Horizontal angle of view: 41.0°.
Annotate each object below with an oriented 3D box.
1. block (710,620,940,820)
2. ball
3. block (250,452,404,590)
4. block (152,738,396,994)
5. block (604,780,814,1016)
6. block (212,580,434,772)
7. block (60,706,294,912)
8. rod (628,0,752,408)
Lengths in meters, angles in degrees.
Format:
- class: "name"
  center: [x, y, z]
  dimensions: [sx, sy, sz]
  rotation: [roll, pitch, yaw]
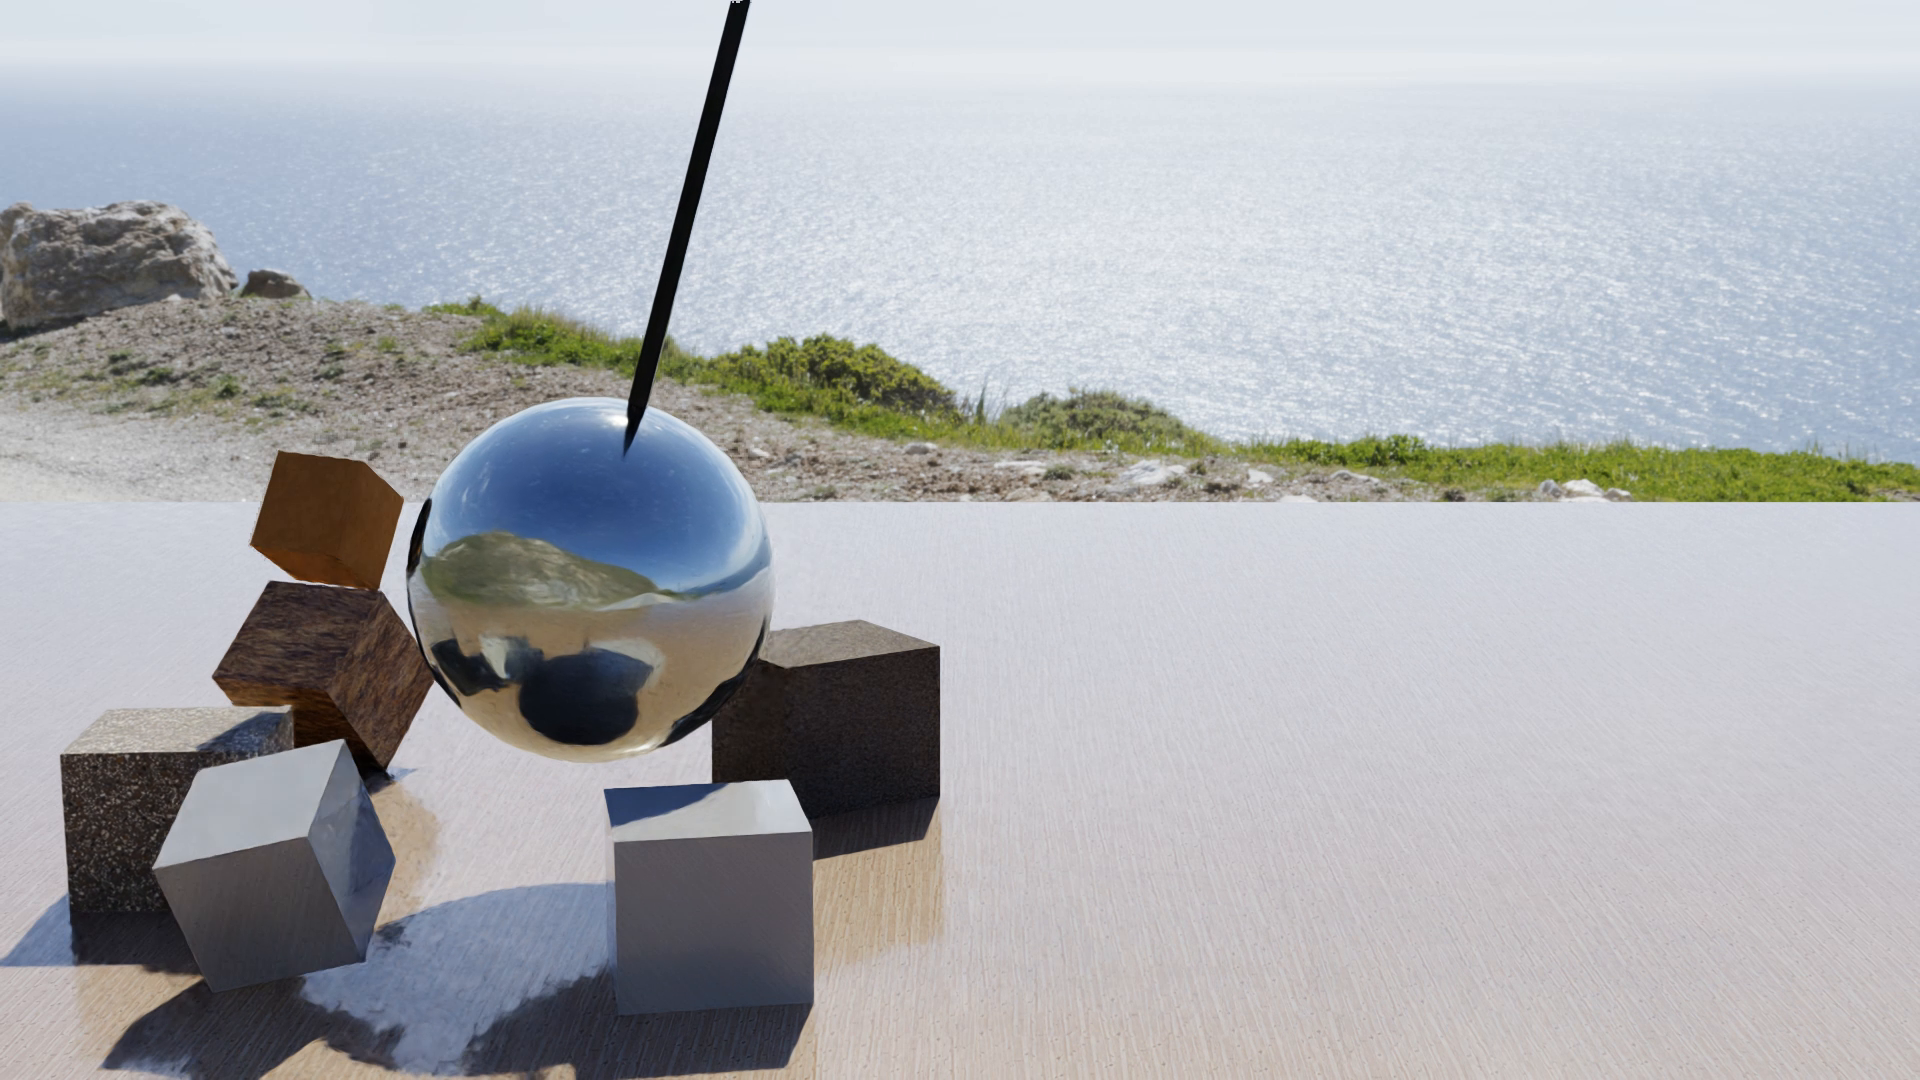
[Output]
- class: "block"
  center: [-0.665, 0.875, 12.641]
  dimensions: [0.869, 0.756, 0.749]
  rotation: [-7, 12, -33]
- class: "ball"
  center: [-1.605, 0.174, 11.212]
  dimensions: [1.600, 1.600, 1.600]
  rotation: [0, 10, 0]
- class: "block"
  center: [-2.870, -0.084, 11.665]
  dimensions: [0.423, 0.455, 0.466]
  rotation: [7, -19, 15]
- class: "block"
  center: [-2.660, 1.266, 10.022]
  dimensions: [0.617, 0.601, 0.675]
  rotation: [-13, 27, 6]
- class: "block"
  center: [-0.993, 1.384, 10.052]
  dimensions: [0.746, 0.680, 0.737]
  rotation: [-2, 10, -11]
- class: "block"
  center: [-3.244, 0.693, 13.155]
  dimensions: [0.706, 0.686, 0.629]
  rotation: [5, 52, 24]
- class: "block"
  center: [-3.392, 1.164, 11.223]
  dimensions: [0.815, 0.695, 0.785]
  rotation: [-1, 10, -4]
- class: "rod"
  center: [-0.695, -3.049, 10.626]
  dimensions: [0.080, 5.200, 0.080]
  rotation: [15, 10, -3]
